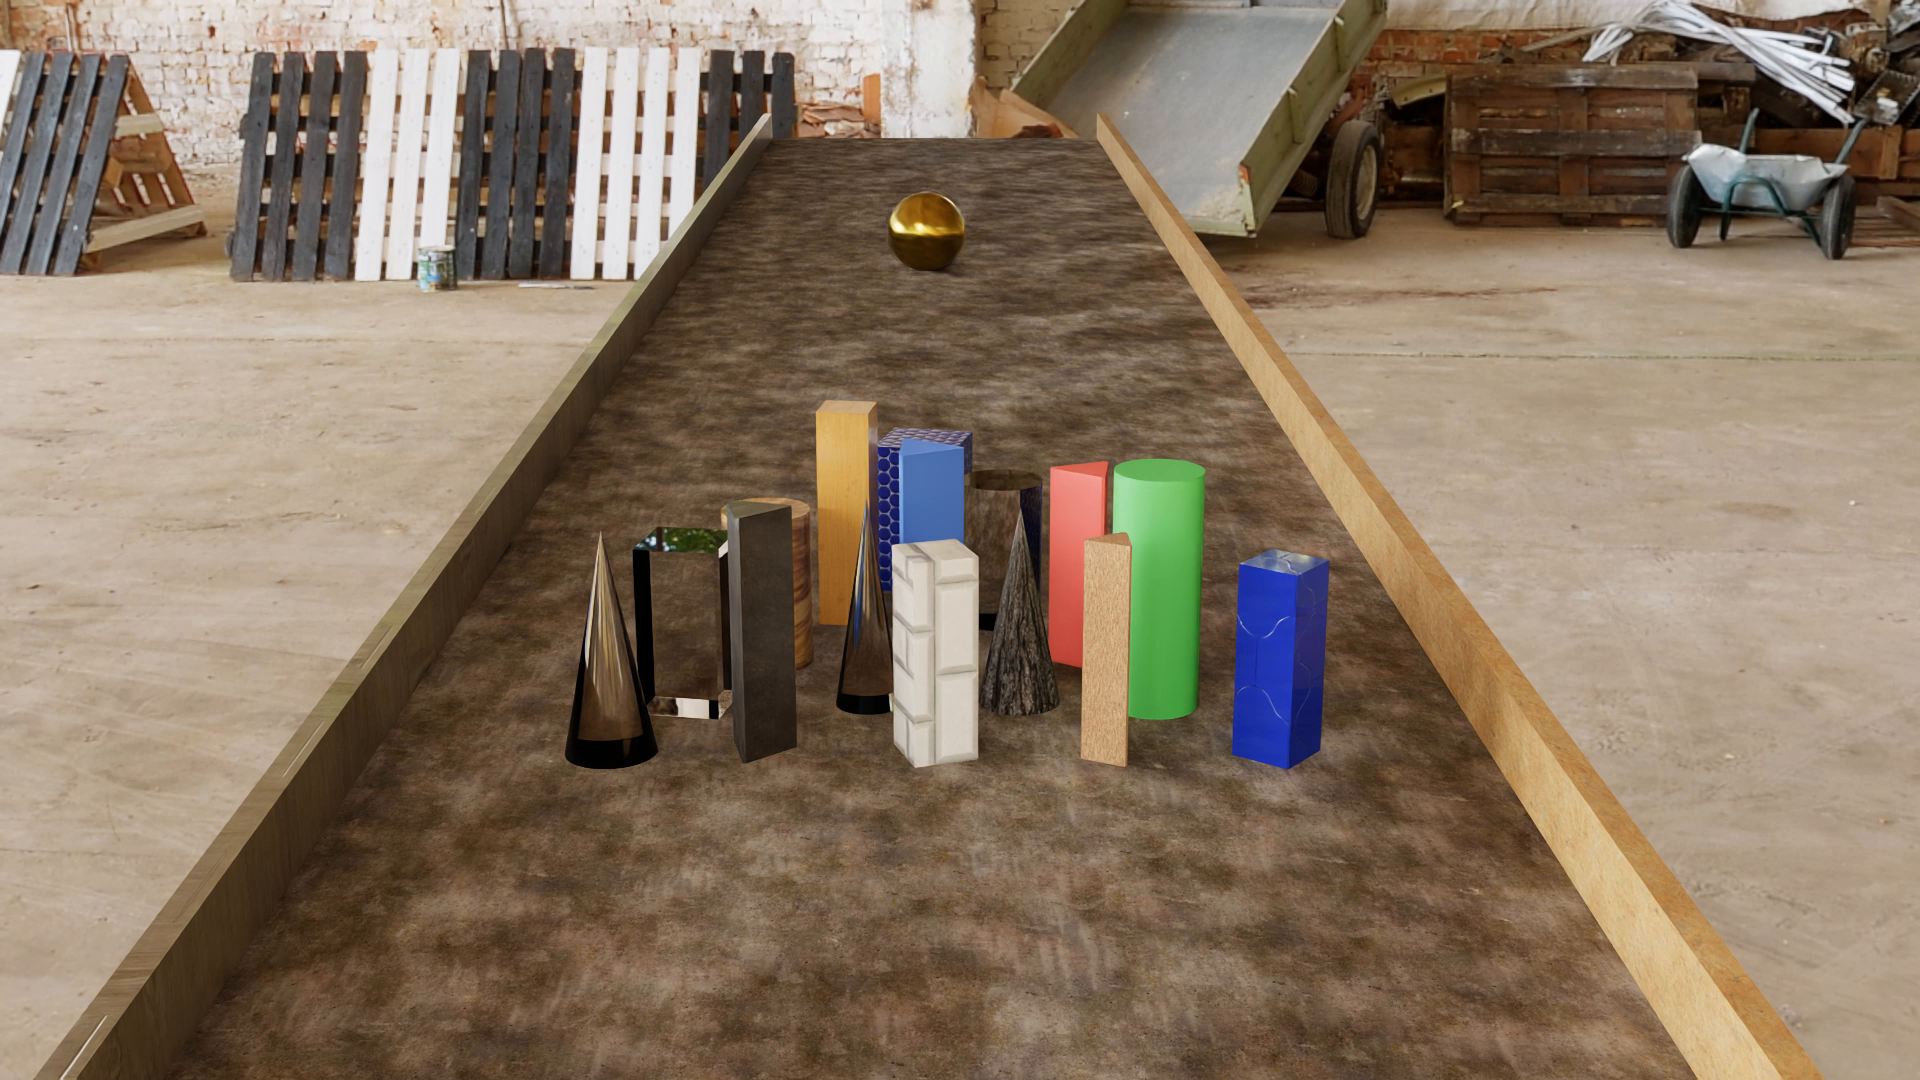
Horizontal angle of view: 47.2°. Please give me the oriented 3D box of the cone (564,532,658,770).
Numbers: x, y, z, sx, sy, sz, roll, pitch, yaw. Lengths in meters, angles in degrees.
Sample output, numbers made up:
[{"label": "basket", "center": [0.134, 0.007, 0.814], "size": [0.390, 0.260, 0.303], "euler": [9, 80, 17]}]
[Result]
[{"label": "cone", "center": [-0.626, 0.181, 3.890], "size": [0.166, 0.415, 0.166], "euler": [0, 17, 0]}]

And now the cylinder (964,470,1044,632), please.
[{"label": "cylinder", "center": [0.086, 0.020, 4.624], "size": [0.174, 0.304, 0.174], "euler": [0, 17, 0]}]

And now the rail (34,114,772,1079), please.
[{"label": "rail", "center": [-1.118, -0.838, 7.780], "size": [0.050, 0.150, 12.000], "euler": [0, 17, -1]}]

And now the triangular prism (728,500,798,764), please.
[{"label": "triangular prism", "center": [-0.374, 0.157, 3.907], "size": [0.121, 0.452, 0.104], "euler": [-15, 22, -41]}]

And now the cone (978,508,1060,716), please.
[{"label": "cone", "center": [0.113, 0.123, 4.140], "size": [0.155, 0.384, 0.155], "euler": [0, 17, 0]}]

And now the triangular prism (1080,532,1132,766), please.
[{"label": "triangular prism", "center": [0.272, 0.190, 3.875], "size": [0.088, 0.406, 0.077], "euler": [8, 19, 26]}]

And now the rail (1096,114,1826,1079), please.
[{"label": "rail", "center": [0.932, -0.844, 7.801], "size": [0.050, 0.150, 12.000], "euler": [0, 17, -1]}]

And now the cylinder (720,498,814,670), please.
[{"label": "cylinder", "center": [-0.383, 0.090, 4.376], "size": [0.176, 0.313, 0.176], "euler": [0, 17, 0]}]

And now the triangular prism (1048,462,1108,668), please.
[{"label": "triangular prism", "center": [0.259, 0.047, 4.370], "size": [0.124, 0.398, 0.107], "euler": [12, 20, 35]}]

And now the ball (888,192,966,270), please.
[{"label": "ball", "center": [-0.134, -1.241, 8.847], "size": [0.316, 0.316, 0.316], "euler": [0, 17, 0]}]

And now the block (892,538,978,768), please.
[{"label": "block", "center": [-0.044, 0.199, 3.896], "size": [0.119, 0.377, 0.119], "euler": [-6, 18, -19]}]

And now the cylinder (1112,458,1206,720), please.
[{"label": "cylinder", "center": [0.368, 0.091, 4.115], "size": [0.168, 0.459, 0.168], "euler": [0, 17, 0]}]

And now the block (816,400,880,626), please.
[{"label": "block", "center": [-0.234, -0.055, 4.609], "size": [0.108, 0.458, 0.108], "euler": [2, 17, 7]}]

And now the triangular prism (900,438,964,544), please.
[{"label": "triangular prism", "center": [-0.081, 0.023, 4.385], "size": [0.139, 0.437, 0.120], "euler": [-9, 19, -27]}]

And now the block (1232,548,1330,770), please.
[{"label": "block", "center": [0.567, 0.210, 3.894], "size": [0.115, 0.358, 0.115], "euler": [12, 21, 36]}]

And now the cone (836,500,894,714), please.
[{"label": "cone", "center": [-0.173, 0.115, 4.126], "size": [0.126, 0.407, 0.126], "euler": [0, 17, 0]}]

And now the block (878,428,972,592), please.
[{"label": "block", "center": [-0.079, -0.065, 4.873], "size": [0.179, 0.327, 0.179], "euler": [4, 17, 13]}]

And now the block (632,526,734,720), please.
[{"label": "block", "center": [-0.512, 0.155, 4.141], "size": [0.155, 0.323, 0.155], "euler": [3, 17, 10]}]
